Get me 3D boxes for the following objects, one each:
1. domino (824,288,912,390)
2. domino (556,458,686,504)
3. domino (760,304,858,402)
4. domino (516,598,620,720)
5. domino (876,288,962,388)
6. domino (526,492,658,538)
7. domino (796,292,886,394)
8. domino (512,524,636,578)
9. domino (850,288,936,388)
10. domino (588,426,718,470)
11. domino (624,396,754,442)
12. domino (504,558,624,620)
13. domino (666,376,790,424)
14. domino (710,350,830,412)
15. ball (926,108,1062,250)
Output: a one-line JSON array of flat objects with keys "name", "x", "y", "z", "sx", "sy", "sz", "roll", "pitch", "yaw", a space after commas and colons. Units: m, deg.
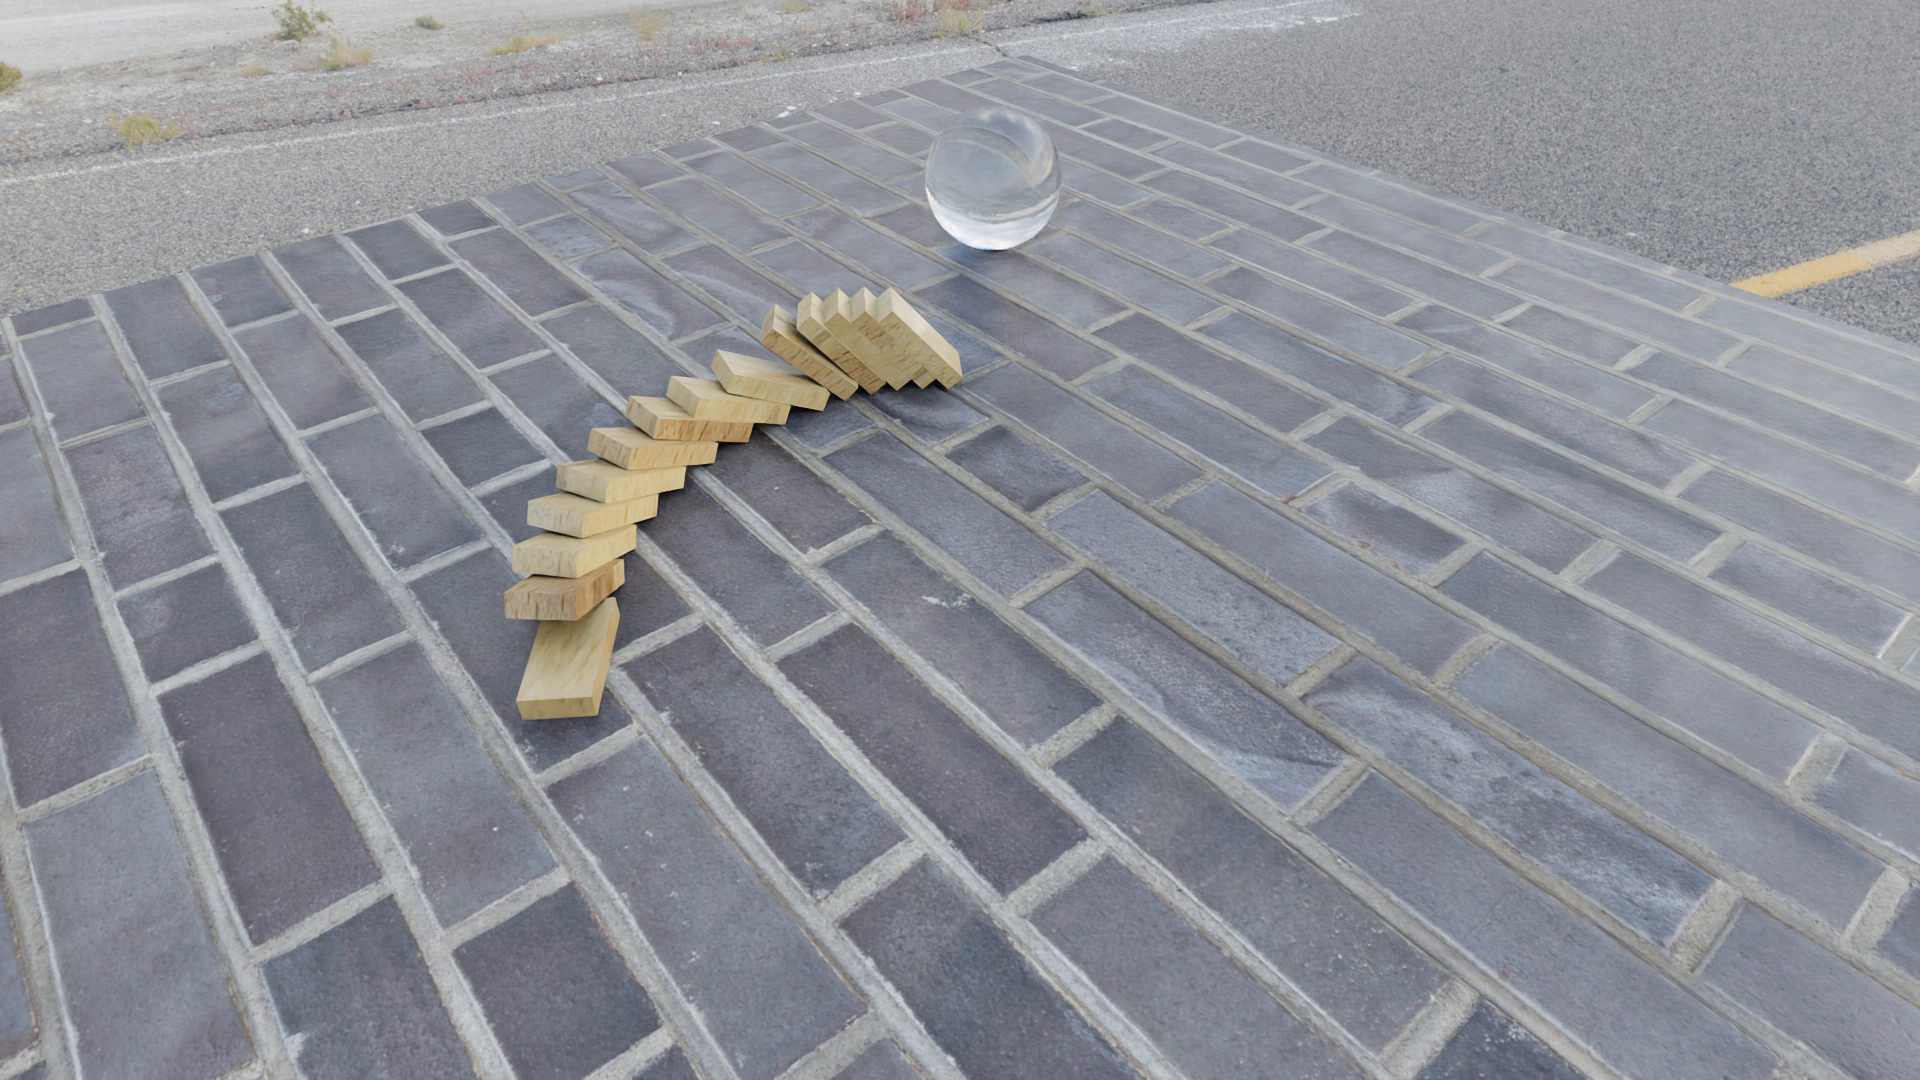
[{"name": "domino", "x": -0.045, "y": -0.098, "z": 0.535, "sx": 0.009, "sy": 0.050, "sz": 0.025, "roll": -36, "pitch": 34, "yaw": 21}, {"name": "domino", "x": -0.141, "y": -0.026, "z": 0.459, "sx": 0.025, "sy": 0.010, "sz": 0.050, "roll": 17, "pitch": 16, "yaw": 20}, {"name": "domino", "x": -0.072, "y": -0.090, "z": 0.528, "sx": 0.050, "sy": 0.009, "sz": 0.025, "roll": 33, "pitch": 29, "yaw": -28}, {"name": "domino", "x": -0.139, "y": 0.041, "z": 0.393, "sx": 0.025, "sy": 0.009, "sz": 0.050, "roll": -3, "pitch": 39, "yaw": -4}, {"name": "domino", "x": -0.020, "y": -0.098, "z": 0.536, "sx": 0.010, "sy": 0.050, "sz": 0.025, "roll": -36, "pitch": 34, "yaw": 21}, {"name": "domino", "x": -0.147, "y": -0.013, "z": 0.442, "sx": 0.025, "sy": 0.010, "sz": 0.050, "roll": 13, "pitch": 15, "yaw": 16}, {"name": "domino", "x": -0.057, "y": -0.095, "z": 0.532, "sx": 0.010, "sy": 0.050, "sz": 0.025, "roll": -36, "pitch": 34, "yaw": 21}, {"name": "domino", "x": -0.147, "y": 0.003, "z": 0.424, "sx": 0.025, "sy": 0.010, "sz": 0.050, "roll": 6, "pitch": 13, "yaw": 7}, {"name": "domino", "x": -0.032, "y": -0.098, "z": 0.536, "sx": 0.009, "sy": 0.050, "sz": 0.025, "roll": -36, "pitch": 34, "yaw": 21}, {"name": "domino", "x": -0.132, "y": -0.041, "z": 0.476, "sx": 0.025, "sy": 0.010, "sz": 0.050, "roll": 25, "pitch": 19, "yaw": 27}, {"name": "domino", "x": -0.121, "y": -0.054, "z": 0.492, "sx": 0.025, "sy": 0.010, "sz": 0.050, "roll": 34, "pitch": 23, "yaw": 34}, {"name": "domino", "x": -0.145, "y": 0.017, "z": 0.406, "sx": 0.025, "sy": 0.009, "sz": 0.050, "roll": 1, "pitch": 13, "yaw": 2}, {"name": "domino", "x": -0.106, "y": -0.064, "z": 0.505, "sx": 0.050, "sy": 0.010, "sz": 0.025, "roll": -2, "pitch": 30, "yaw": -47}, {"name": "domino", "x": -0.089, "y": -0.075, "z": 0.518, "sx": 0.050, "sy": 0.009, "sz": 0.025, "roll": 7, "pitch": 30, "yaw": -37}, {"name": "ball", "x": 0.020, "y": -0.211, "z": 0.645, "sx": 0.080, "sy": 0.080, "sz": 0.080, "roll": 0, "pitch": 39, "yaw": 0}]
